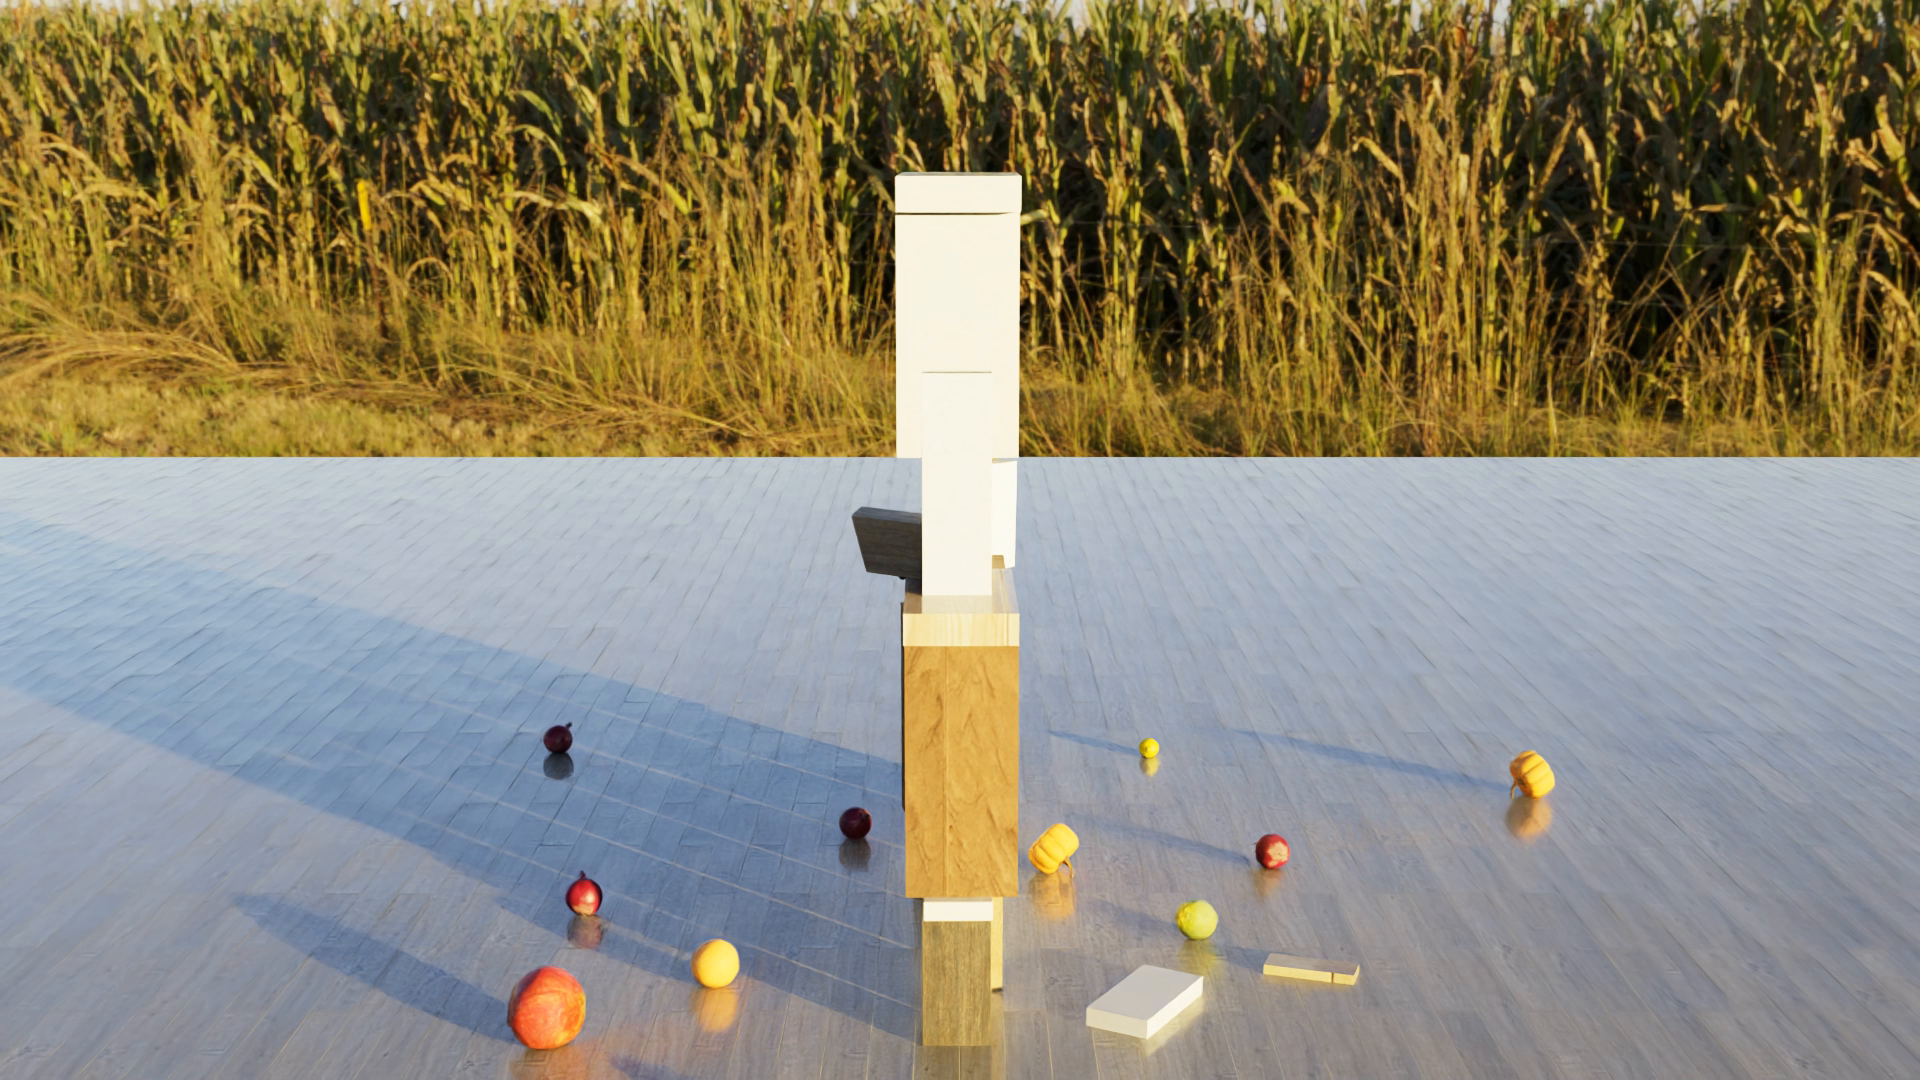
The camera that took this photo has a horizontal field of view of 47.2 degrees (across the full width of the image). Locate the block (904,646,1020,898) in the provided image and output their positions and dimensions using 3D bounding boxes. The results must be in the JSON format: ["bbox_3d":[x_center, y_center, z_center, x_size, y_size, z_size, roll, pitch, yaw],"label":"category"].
[{"bbox_3d":[0.002,0.309,3.007,0.154,0.361,0.044,0,11,-1],"label":"block"}]

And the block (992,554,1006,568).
[{"bbox_3d":[0.001,0.068,3.372,0.139,0.039,0.278,0,11,0],"label":"block"}]

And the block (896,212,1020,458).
[{"bbox_3d":[-0.003,-0.300,3.208,0.178,0.356,0.050,0,11,0],"label":"block"}]

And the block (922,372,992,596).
[{"bbox_3d":[-0.004,-0.077,3.020,0.095,0.307,0.027,0,10,-1],"label":"block"}]

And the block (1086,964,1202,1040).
[{"bbox_3d":[0.269,0.667,3.183,0.095,0.027,0.191,6,12,29],"label":"block"}]

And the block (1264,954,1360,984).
[{"bbox_3d":[0.531,0.647,3.321,0.136,0.014,0.051,4,11,19],"label":"block"}]

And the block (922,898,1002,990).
[{"bbox_3d":[0.004,0.548,3.249,0.118,0.236,0.033,0,10,0],"label":"block"}]

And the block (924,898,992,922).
[{"bbox_3d":[-0.003,0.490,3.097,0.095,0.027,0.189,0,11,-1],"label":"block"}]

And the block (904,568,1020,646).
[{"bbox_3d":[0.000,0.092,3.072,0.154,0.044,0.308,0,10,-1],"label":"block"}]

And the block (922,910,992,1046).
[{"bbox_3d":[-0.004,0.608,3.054,0.095,0.189,0.027,0,11,0],"label":"block"}]

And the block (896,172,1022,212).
[{"bbox_3d":[-0.002,-0.521,3.285,0.178,0.050,0.356,0,10,0],"label":"block"}]

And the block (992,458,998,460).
[{"bbox_3d":[0.010,-0.096,3.776,0.106,0.268,0.030,-3,11,-17],"label":"block"}]

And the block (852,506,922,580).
[{"bbox_3d":[-0.060,0.009,3.129,0.191,0.095,0.027,7,34,34],"label":"block"}]

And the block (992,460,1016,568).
[{"bbox_3d":[0.052,-0.041,3.712,0.091,0.182,0.026,-9,15,-40],"label":"block"}]

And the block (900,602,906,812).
[{"bbox_3d":[-0.007,0.244,3.216,0.154,0.308,0.044,-2,11,-10],"label":"block"}]

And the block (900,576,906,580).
[{"bbox_3d":[-0.041,0.035,3.244,0.102,0.051,0.014,-3,52,3],"label":"block"}]
